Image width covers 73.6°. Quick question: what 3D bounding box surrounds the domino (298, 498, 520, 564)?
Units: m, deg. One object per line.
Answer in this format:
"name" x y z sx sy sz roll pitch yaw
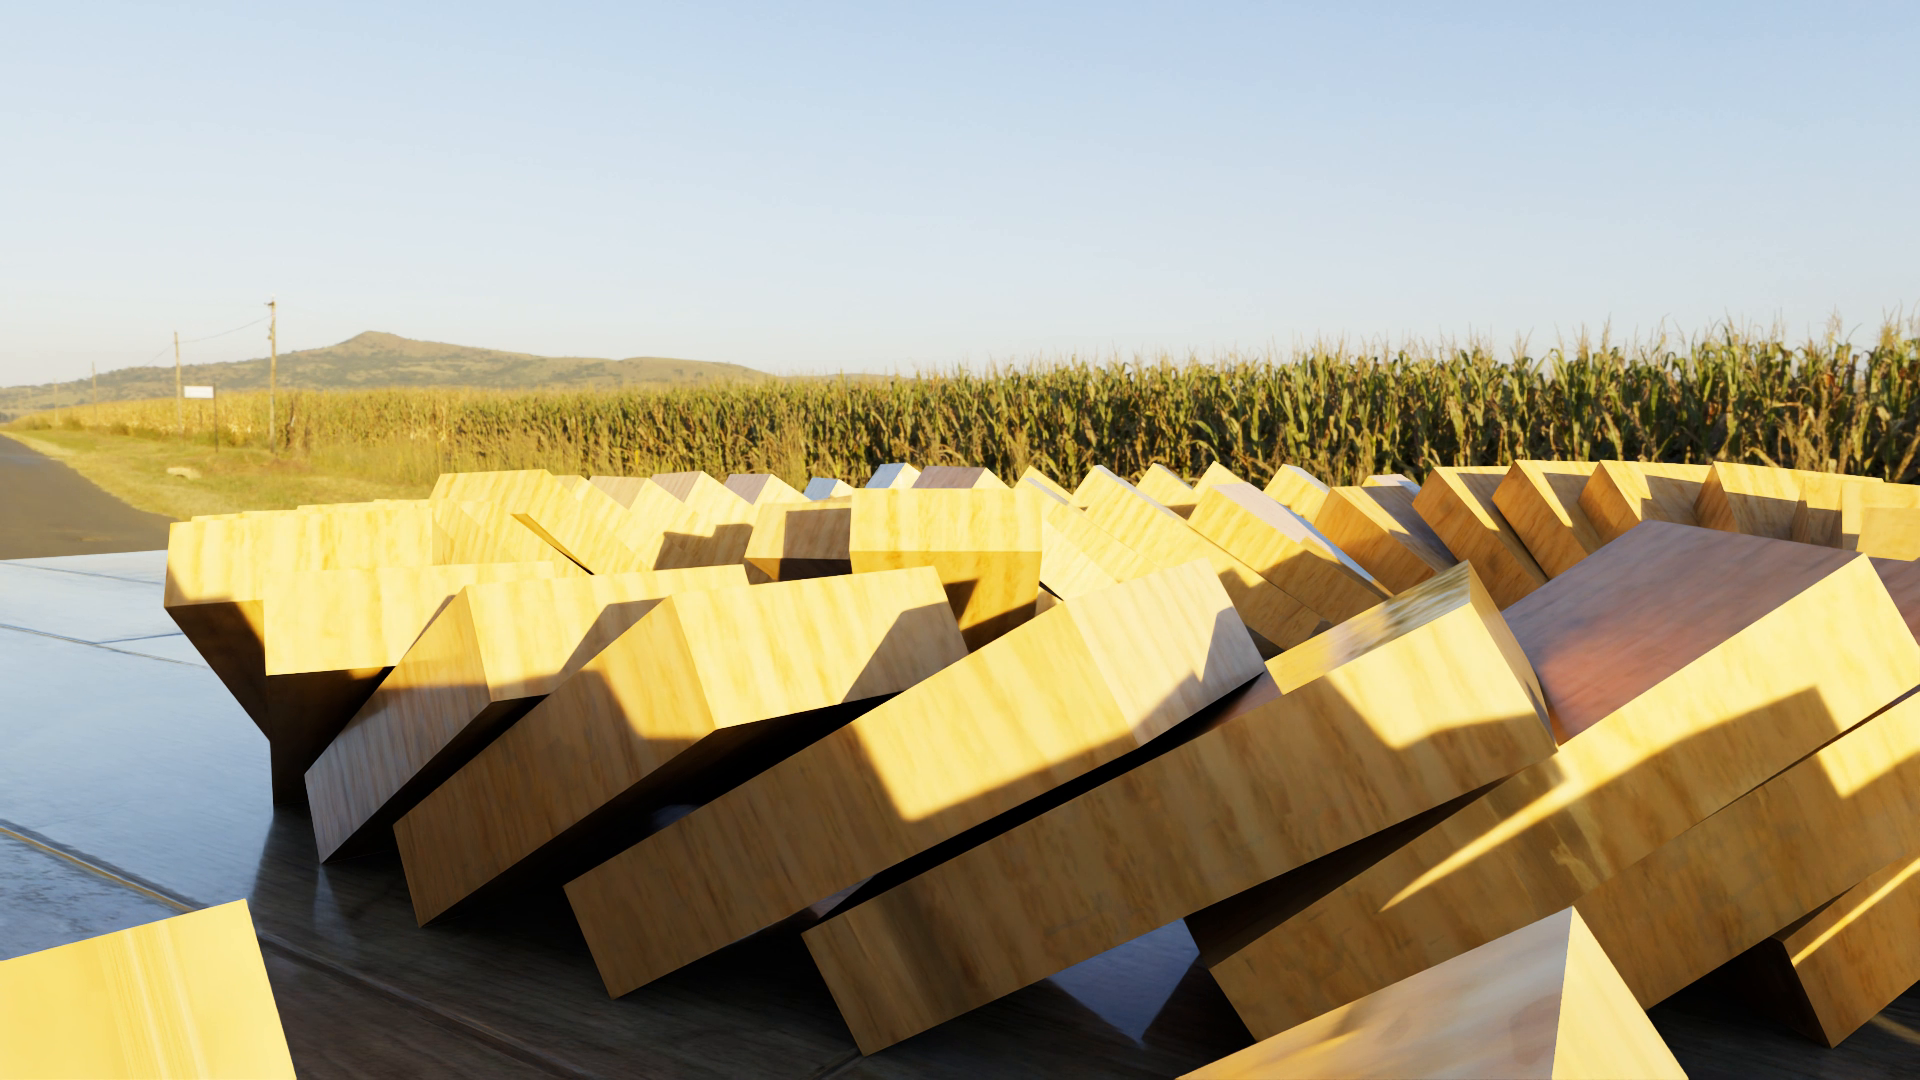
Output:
"domino" -0.085 0.009 0.214 0.025 0.009 0.050 -2 -26 9

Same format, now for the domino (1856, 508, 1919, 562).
"domino" 0.108 0.015 0.136 0.025 0.009 0.050 4 38 40

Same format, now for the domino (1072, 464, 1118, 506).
"domino" 0.055 -0.002 0.346 0.050 0.009 0.025 36 10 6

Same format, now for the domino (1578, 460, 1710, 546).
"domino" 0.125 0.007 0.209 0.025 0.009 0.050 2 42 -6

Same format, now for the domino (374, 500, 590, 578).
"domino" -0.083 0.008 0.237 0.025 0.009 0.050 2 -25 20

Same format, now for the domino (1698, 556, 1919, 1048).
"domino" 0.077 0.018 0.106 0.050 0.009 0.025 -32 11 -9

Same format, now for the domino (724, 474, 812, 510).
"domino" -0.034 0.001 0.315 0.050 0.009 0.025 35 -16 -28

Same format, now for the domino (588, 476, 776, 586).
"domino" -0.060 0.003 0.290 0.025 0.009 0.050 5 -27 47

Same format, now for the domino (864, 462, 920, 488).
"domino" 0.000 -0.002 0.336 0.050 0.009 0.025 36 -9 -16

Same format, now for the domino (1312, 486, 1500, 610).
"domino" 0.097 0.007 0.255 0.025 0.009 0.050 -3 36 -32

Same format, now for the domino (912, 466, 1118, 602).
"domino" 0.014 0.005 0.251 0.050 0.010 0.025 40 -14 -24

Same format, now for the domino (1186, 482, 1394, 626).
"domino" 0.073 0.006 0.263 0.050 0.009 0.025 37 21 23

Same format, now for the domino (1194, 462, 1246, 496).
"domino" 0.087 -0.002 0.342 0.050 0.009 0.025 37 10 14

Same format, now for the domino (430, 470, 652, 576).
"domino" -0.079 0.005 0.254 0.025 0.009 0.050 -1 -32 23

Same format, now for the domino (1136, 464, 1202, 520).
"domino" 0.071 -0.002 0.345 0.050 0.009 0.025 37 10 10

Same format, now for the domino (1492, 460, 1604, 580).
"domino" 0.118 0.006 0.225 0.025 0.010 0.050 0 43 -15

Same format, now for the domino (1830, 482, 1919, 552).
"domino" 0.121 0.012 0.155 0.025 0.009 0.050 8 41 29

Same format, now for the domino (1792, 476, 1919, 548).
"domino" 0.128 0.011 0.172 0.025 0.009 0.050 7 41 25

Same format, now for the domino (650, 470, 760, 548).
"domino" -0.049 0.002 0.302 0.050 0.009 0.025 37 -21 -32

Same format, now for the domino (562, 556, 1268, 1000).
"domino" -0.004 0.018 0.098 0.050 0.009 0.025 -32 -11 29

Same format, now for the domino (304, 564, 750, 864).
"domino" -0.042 0.018 0.122 0.025 0.009 0.050 -4 -22 -42

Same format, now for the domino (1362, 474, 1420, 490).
"domino" 0.127 0.001 0.329 0.050 0.009 0.025 39 25 28

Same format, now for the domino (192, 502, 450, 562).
"domino" -0.080 0.012 0.173 0.025 0.009 0.050 -4 -26 -8

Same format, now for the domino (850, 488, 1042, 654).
"domino" -0.002 0.010 0.190 0.025 0.009 0.050 0 -30 0

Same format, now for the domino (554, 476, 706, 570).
"domino" -0.072 0.004 0.274 0.025 0.009 0.050 1 -30 40

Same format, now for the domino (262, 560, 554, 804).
"domino" -0.060 0.017 0.138 0.025 0.009 0.050 -2 -22 -28

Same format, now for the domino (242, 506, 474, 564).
"domino" -0.084 0.011 0.195 0.025 0.009 0.050 -1 -26 3

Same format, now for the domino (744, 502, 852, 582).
"domino" -0.010 0.010 0.215 0.025 0.009 0.050 1 -26 31

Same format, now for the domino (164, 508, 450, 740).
"domino" -0.073 0.013 0.154 0.025 0.009 0.050 -4 -27 -15

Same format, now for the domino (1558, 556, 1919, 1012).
"domino" 0.057 0.019 0.099 0.050 0.009 0.025 -30 6 -1

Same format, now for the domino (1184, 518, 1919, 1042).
"domino" 0.039 0.017 0.096 0.050 0.009 0.025 -33 6 2

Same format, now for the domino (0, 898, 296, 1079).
"domino" -0.033 0.023 0.023 0.050 0.009 0.025 -38 -20 35

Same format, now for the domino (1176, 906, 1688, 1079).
"domino" -0.014 0.023 0.015 0.050 0.009 0.025 -36 -11 26

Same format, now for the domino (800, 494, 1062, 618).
"domino" -0.005 0.007 0.234 0.025 0.009 0.050 -7 -30 46

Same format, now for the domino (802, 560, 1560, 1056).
"domino" 0.016 0.019 0.092 0.050 0.009 0.025 -31 -7 21

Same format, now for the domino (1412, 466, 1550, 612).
"domino" 0.110 0.006 0.239 0.025 0.009 0.050 -2 42 -22

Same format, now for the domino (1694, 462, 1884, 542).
"domino" 0.130 0.008 0.192 0.025 0.009 0.050 7 42 10

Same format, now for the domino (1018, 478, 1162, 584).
"domino" 0.032 0.005 0.267 0.050 0.009 0.025 34 7 4

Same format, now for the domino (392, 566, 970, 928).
"domino" -0.025 0.018 0.108 0.025 0.009 0.050 -5 -23 -47

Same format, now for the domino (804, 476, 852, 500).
"domino" -0.016 0.001 0.328 0.050 0.009 0.025 32 -7 -20

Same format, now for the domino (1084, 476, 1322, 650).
"domino" 0.051 0.005 0.267 0.050 0.009 0.025 34 9 9

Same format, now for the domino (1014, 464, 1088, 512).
"domino" 0.037 -0.002 0.346 0.050 0.009 0.025 36 6 1

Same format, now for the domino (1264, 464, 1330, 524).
"domino" 0.105 -0.001 0.337 0.050 0.009 0.025 39 16 20
